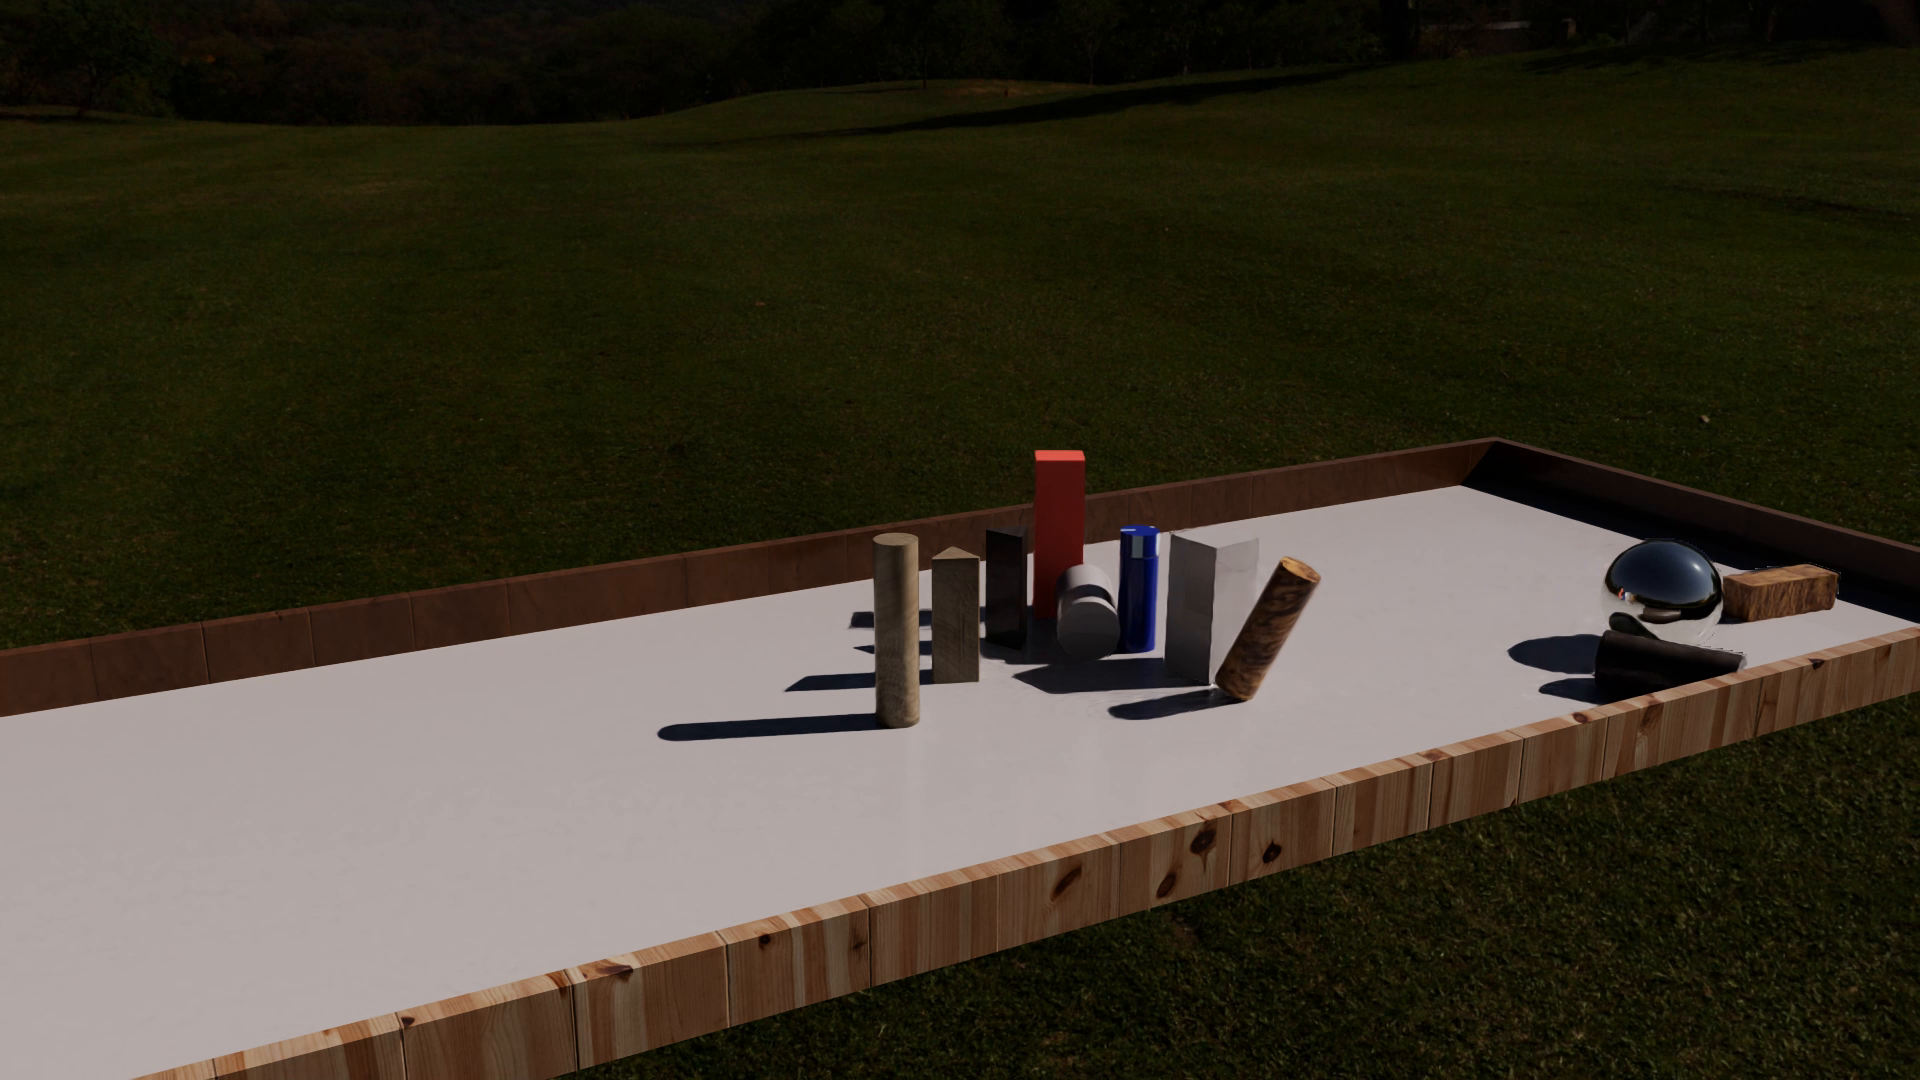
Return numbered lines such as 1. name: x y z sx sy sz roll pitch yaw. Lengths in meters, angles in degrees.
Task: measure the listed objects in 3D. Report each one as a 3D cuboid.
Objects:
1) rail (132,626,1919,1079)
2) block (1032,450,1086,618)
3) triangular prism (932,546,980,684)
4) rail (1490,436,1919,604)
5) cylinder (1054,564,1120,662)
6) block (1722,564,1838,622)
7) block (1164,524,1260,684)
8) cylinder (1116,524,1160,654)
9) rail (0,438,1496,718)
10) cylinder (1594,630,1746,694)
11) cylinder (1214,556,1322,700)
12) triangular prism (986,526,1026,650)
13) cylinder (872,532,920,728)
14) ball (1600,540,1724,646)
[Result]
1. rail: -2.336 1.006 1.665 12.000 0.150 0.050 -9 18 -27
2. block: 0.274 -0.016 4.601 0.132 0.451 0.132 0 14 0
3. triangular prism: -0.014 0.187 4.141 0.117 0.326 0.101 -1 16 -5
4. rail: 2.466 -0.048 5.253 0.050 0.150 2.100 -9 18 -27
5. cylinder: 0.337 0.191 4.415 0.164 0.164 0.321 0 16 2
6. block: 2.314 0.149 4.663 0.322 0.105 0.105 -7 18 -21
7. block: 0.635 0.161 4.172 0.156 0.355 0.156 -11 20 -37
8. cylinder: 0.469 0.129 4.345 0.103 0.321 0.103 0 16 0
9. rail: -3.305 0.497 3.399 12.000 0.150 0.050 -9 18 -27
10. cylinder: 1.728 0.319 4.018 0.315 0.141 0.141 11 20 34
11. cylinder: 0.740 0.215 3.981 0.106 0.350 0.106 21 24 -10
12. triangular prism: 0.146 0.121 4.389 0.117 0.313 0.101 13 21 38
13. cylinder: -0.147 0.212 3.842 0.105 0.447 0.105 0 16 0
14. ball: 1.834 0.150 4.314 0.300 0.300 0.300 0 16 0
